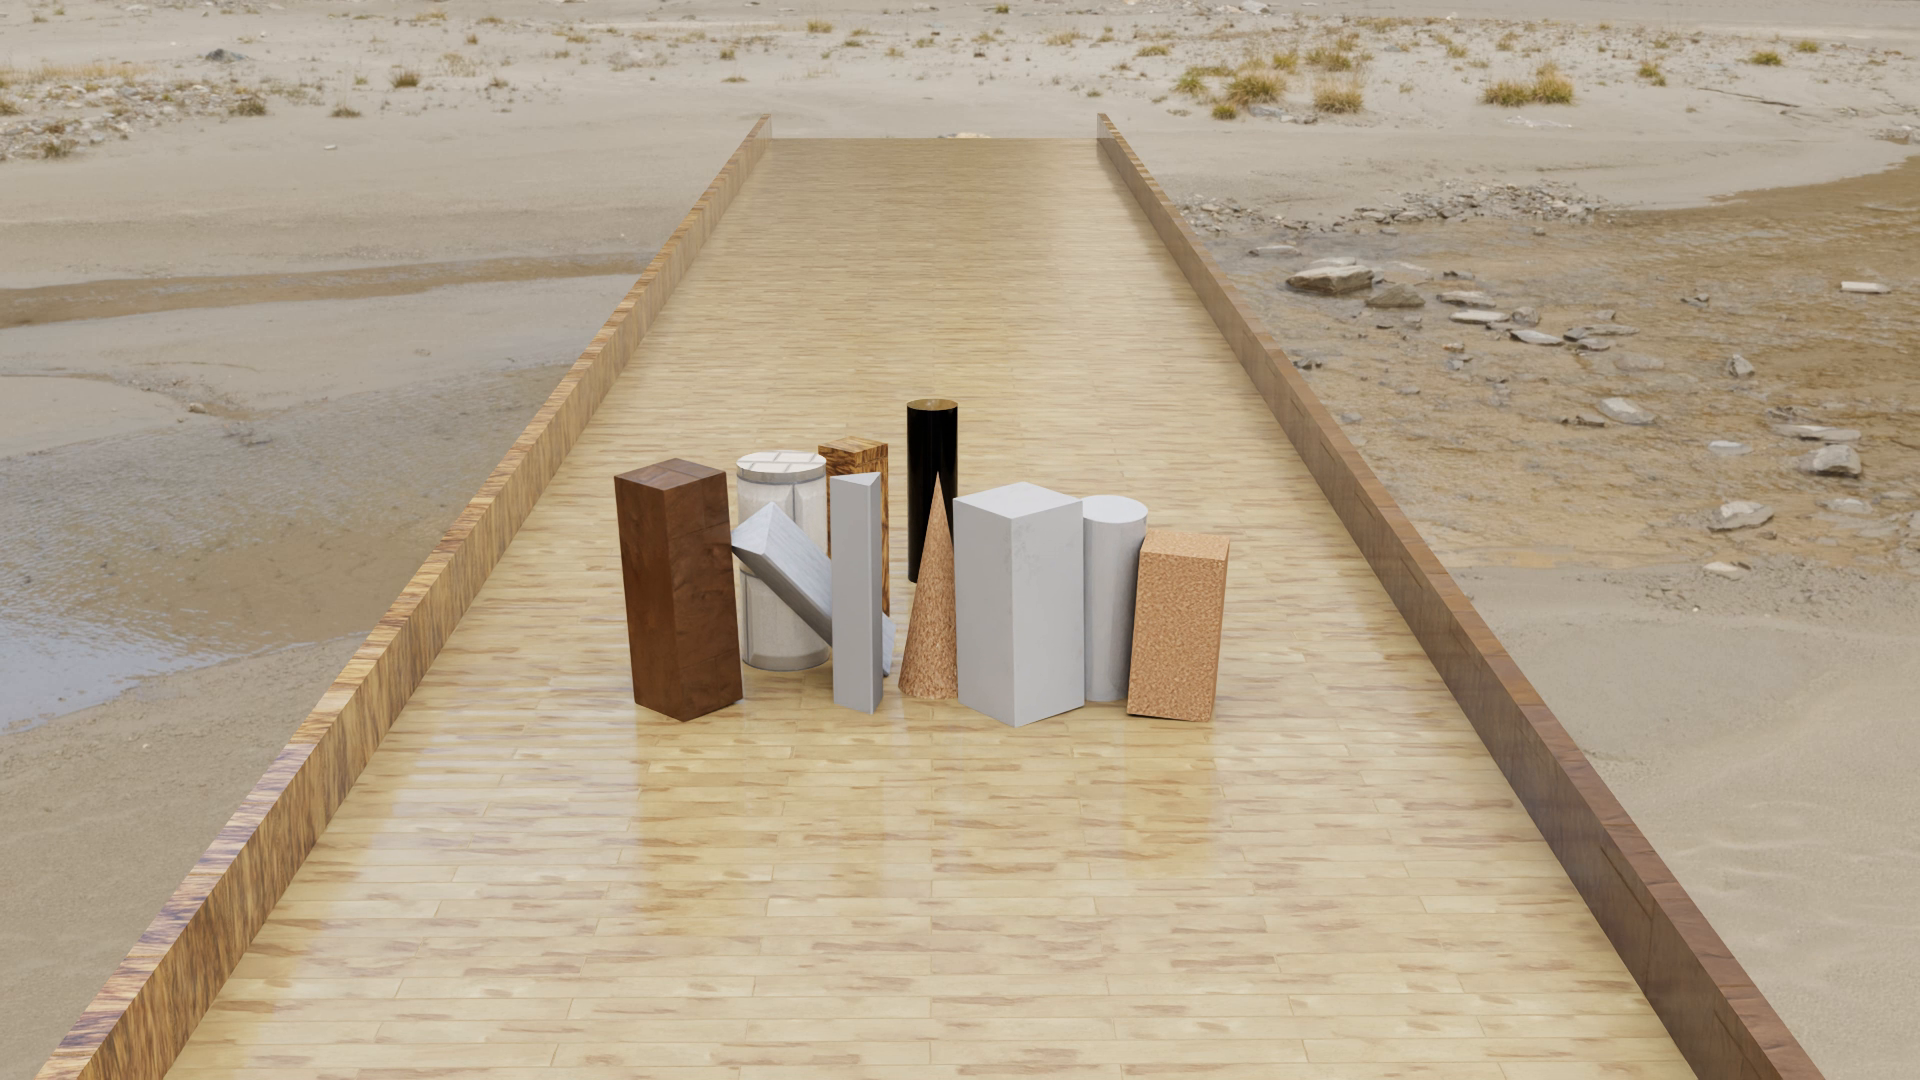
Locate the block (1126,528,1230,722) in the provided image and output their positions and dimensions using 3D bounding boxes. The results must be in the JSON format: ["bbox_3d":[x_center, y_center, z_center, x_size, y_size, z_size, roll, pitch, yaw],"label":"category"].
[{"bbox_3d":[0.410,0.159,4.123,0.155,0.317,0.155,6,17,9],"label":"block"}]

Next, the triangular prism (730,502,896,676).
[{"bbox_3d":[-0.266,0.091,4.230,0.121,0.441,0.105,17,68,43],"label":"triangular prism"}]

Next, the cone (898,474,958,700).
[{"bbox_3d":[-0.042,0.076,4.216,0.157,0.431,0.157,0,17,0],"label":"cone"}]

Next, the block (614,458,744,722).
[{"bbox_3d":[-0.524,0.092,4.112,0.146,0.452,0.146,15,26,42],"label":"block"}]

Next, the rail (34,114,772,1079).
[{"bbox_3d":[-1.118,-0.838,7.780,0.050,0.150,12.000,0,17,-1],"label":"rail"}]

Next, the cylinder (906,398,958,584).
[{"bbox_3d":[-0.061,-0.106,4.885,0.114,0.399,0.114,0,17,0],"label":"cylinder"}]

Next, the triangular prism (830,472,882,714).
[{"bbox_3d":[-0.176,0.096,4.124,0.097,0.445,0.084,13,21,37],"label":"triangular prism"}]

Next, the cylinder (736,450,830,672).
[{"bbox_3d":[-0.351,0.040,4.377,0.176,0.407,0.176,0,17,0],"label":"cylinder"}]

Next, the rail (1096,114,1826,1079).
[{"bbox_3d":[0.932,-0.844,7.801,0.050,0.150,12.000,0,17,-1],"label":"rail"}]

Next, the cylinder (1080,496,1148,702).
[{"bbox_3d":[0.274,0.111,4.184,0.141,0.368,0.141,2,22,-1],"label":"cylinder"}]

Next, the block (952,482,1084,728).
[{"bbox_3d":[0.111,0.118,4.110,0.170,0.405,0.170,-15,22,-36],"label":"block"}]

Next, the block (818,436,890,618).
[{"bbox_3d":[-0.222,-0.017,4.616,0.103,0.380,0.103,13,21,37],"label":"block"}]
